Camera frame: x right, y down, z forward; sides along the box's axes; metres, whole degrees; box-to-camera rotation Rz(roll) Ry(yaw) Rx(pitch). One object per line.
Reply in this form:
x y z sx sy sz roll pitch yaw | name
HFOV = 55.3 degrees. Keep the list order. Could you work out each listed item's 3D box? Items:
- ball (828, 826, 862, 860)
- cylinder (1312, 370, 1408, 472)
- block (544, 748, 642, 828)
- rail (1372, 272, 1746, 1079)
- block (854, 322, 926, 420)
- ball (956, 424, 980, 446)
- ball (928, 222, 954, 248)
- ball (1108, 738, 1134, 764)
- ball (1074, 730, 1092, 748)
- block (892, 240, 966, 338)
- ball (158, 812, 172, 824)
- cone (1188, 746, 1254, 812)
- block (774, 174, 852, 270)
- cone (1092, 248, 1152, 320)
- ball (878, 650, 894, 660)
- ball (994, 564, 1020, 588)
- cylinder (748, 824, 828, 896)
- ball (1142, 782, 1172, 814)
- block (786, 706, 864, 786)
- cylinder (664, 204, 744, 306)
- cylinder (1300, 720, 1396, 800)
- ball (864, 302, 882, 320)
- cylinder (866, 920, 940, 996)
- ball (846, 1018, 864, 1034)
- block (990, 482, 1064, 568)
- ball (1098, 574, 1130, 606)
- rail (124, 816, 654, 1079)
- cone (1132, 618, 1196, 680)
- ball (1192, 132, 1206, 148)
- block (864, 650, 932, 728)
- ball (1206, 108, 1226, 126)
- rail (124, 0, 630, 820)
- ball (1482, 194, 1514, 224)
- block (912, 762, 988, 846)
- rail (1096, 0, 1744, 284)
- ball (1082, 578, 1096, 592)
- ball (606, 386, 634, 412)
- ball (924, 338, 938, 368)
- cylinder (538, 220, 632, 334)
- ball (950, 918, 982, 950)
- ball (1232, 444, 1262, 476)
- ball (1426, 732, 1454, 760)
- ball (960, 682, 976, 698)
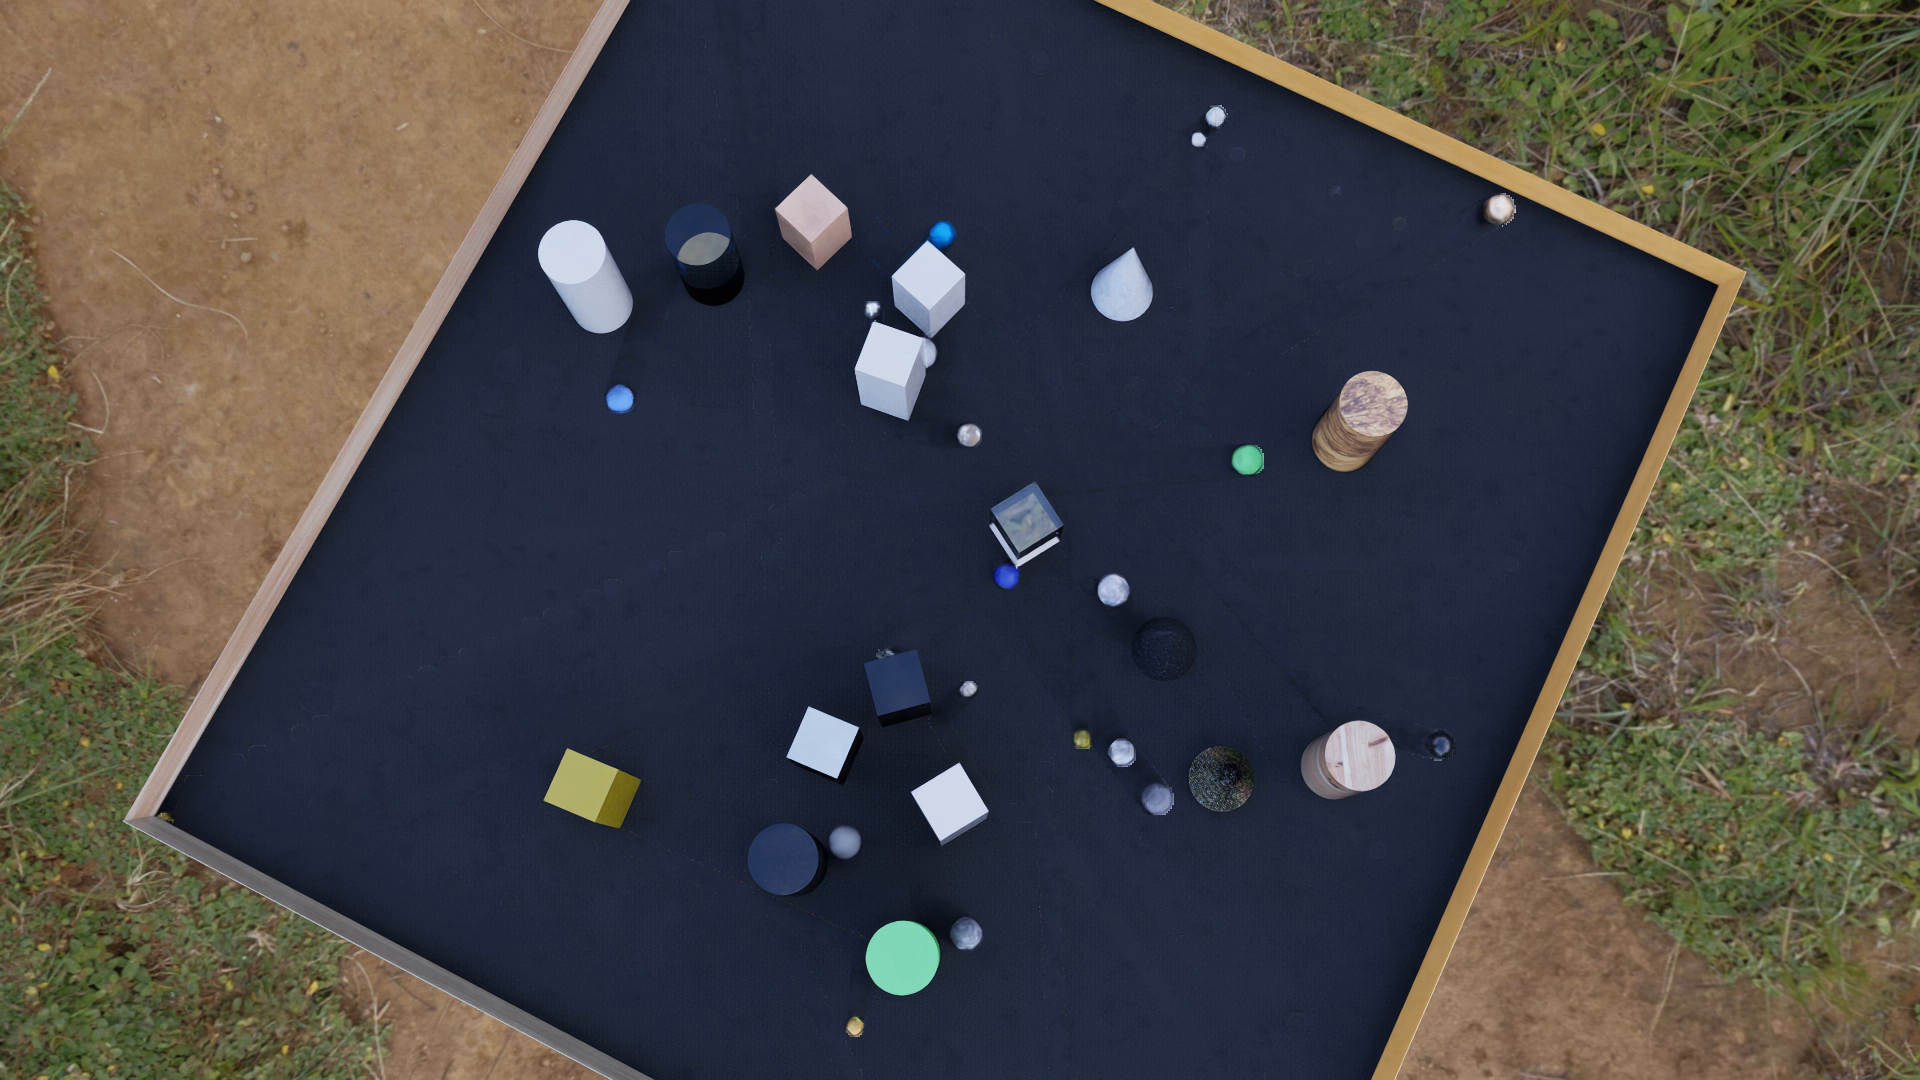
-0.339 0.889 5.383 0.096 0.096 0.096 0 78 0 | ball
1.188 -0.349 5.472 0.196 0.424 0.196 0 78 0 | cylinder
-1.052 0.719 5.273 0.156 0.382 0.156 22 79 4 | block
1.586 0.783 5.389 0.045 0.127 3.675 26 80 5 | rail
-0.207 -0.506 5.531 0.156 0.373 0.156 19 79 4 | block
0.026 -0.323 5.646 0.073 0.073 0.073 0 78 0 | ball
-0.057 -0.960 5.773 0.082 0.082 0.082 0 78 0 | ball
0.480 0.629 5.447 0.078 0.078 0.078 0 78 0 | ball
0.364 0.592 5.467 0.054 0.054 0.054 0 78 0 | ball
-0.095 -0.768 5.636 0.156 0.273 0.156 43 81 8 | block
-2.357 0.826 5.424 0.041 0.041 0.041 0 78 0 | ball
0.780 0.682 5.320 0.196 0.304 0.196 0 78 0 | cone
-0.453 -0.985 5.696 0.156 0.243 0.156 44 82 8 | block
0.511 -0.823 5.588 0.196 0.390 0.196 0 78 0 | cone
-0.222 0.352 5.520 0.047 0.047 0.047 0 78 0 | ball
0.142 0.108 5.556 0.075 0.075 0.075 0 78 0 | ball
-0.488 0.917 5.233 0.196 0.379 0.196 0 78 0 | cylinder
0.580 0.762 5.413 0.090 0.090 0.090 0 78 0 | ball
-0.390 0.604 5.344 0.156 0.290 0.156 22 79 4 | block
-0.777 -0.869 5.610 0.196 0.366 0.196 0 78 0 | cylinder
1.115 0.639 5.291 0.196 0.378 0.196 0 78 0 | cylinder
-0.274 -0.715 5.735 0.058 0.058 0.058 0 78 0 | ball
-0.155 1.169 5.145 0.196 0.450 0.196 0 78 0 | cylinder
-0.304 1.405 5.301 0.048 0.048 0.048 0 78 0 | ball
0.197 -0.044 5.504 0.156 0.238 0.156 -32 80 -6 | block
0.464 0.153 5.535 0.097 0.097 0.097 0 78 0 | ball
-0.811 1.596 5.220 3.594 0.127 0.045 26 80 5 | rail
0.618 0.296 5.383 0.196 0.338 0.196 0 78 0 | cone
0.762 -1.279 5.857 0.047 0.047 0.047 0 78 0 | ball
-0.178 0.437 5.363 0.156 0.320 0.156 -15 79 -3 | block
0.818 -1.355 5.866 0.061 0.061 0.061 0 78 0 | ball
-1.586 -0.770 5.710 0.045 0.127 3.675 26 80 5 | rail
1.698 -1.044 5.785 0.093 0.093 0.093 0 78 0 | ball
-0.028 0.763 5.260 0.156 0.388 0.156 -31 80 -6 | block
0.811 -1.582 5.878 3.594 0.127 0.045 26 80 5 | rail
0.393 0.136 5.568 0.041 0.041 0.041 0 78 0 | ball
-1.051 -0.437 5.665 0.082 0.082 0.082 0 78 0 | ball
-0.120 -0.579 5.686 0.098 0.098 0.098 0 78 0 | ball
-1.128 -0.790 5.547 0.196 0.456 0.196 0 78 0 | cylinder
0.016 1.145 5.333 0.092 0.092 0.092 0 78 0 | ball
0.880 -0.245 5.620 0.093 0.093 0.093 0 78 0 | ball
1.428 0.610 5.448 0.083 0.083 0.083 0 78 0 | ball
0.023 0.449 5.500 0.046 0.046 0.046 0 78 0 | ball
